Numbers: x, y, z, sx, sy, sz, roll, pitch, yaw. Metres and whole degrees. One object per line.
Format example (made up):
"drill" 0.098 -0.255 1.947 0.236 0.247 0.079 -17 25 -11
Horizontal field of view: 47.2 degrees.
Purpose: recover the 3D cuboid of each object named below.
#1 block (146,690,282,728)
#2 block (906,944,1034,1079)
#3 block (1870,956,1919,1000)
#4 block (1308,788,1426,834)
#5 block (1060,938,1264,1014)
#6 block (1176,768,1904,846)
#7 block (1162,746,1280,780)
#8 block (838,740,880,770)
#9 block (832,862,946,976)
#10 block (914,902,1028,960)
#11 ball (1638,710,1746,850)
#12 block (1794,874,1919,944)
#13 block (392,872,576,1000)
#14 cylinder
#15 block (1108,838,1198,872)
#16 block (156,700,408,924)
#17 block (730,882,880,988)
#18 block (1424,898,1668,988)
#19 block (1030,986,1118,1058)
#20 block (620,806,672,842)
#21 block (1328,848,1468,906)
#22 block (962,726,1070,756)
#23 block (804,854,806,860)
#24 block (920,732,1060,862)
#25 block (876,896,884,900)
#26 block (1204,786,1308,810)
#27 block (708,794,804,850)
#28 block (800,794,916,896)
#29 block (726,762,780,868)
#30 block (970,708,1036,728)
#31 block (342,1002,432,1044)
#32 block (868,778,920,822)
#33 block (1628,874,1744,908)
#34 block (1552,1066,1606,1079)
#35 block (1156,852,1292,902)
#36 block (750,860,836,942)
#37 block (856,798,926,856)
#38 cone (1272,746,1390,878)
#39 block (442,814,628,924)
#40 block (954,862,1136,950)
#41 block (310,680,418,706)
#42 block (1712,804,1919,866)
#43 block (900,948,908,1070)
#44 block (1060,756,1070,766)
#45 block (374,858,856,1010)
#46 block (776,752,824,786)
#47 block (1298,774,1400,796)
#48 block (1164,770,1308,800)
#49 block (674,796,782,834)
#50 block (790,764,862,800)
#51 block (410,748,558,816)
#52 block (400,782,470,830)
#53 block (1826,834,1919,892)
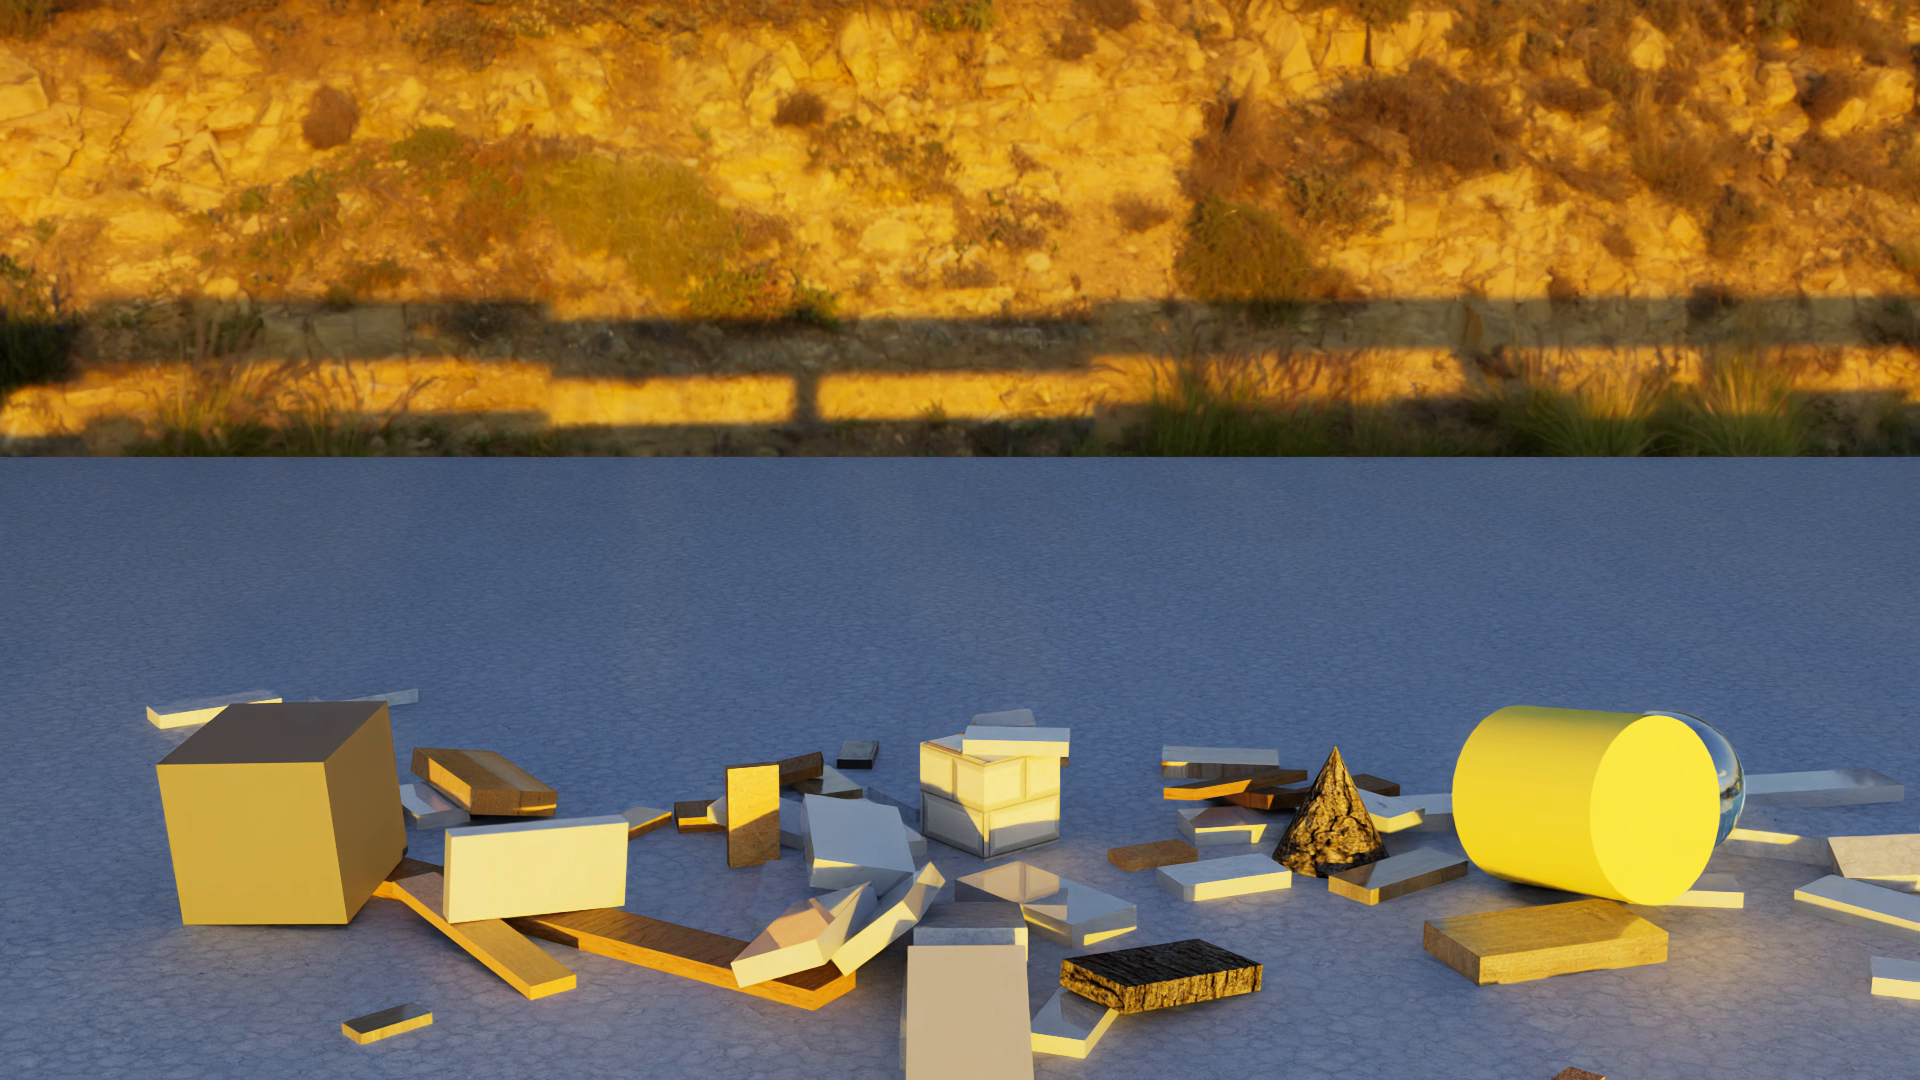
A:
"block" -1.624 0.367 4.792 0.260 0.028 0.100 -7 13 -34
"block" 0.011 0.659 2.945 0.164 0.047 0.328 0 25 -1
"block" 1.501 0.658 3.232 0.301 0.026 0.090 4 11 20
"block" 0.728 0.485 3.980 0.101 0.029 0.203 -9 14 -39
"block" 0.296 0.637 3.220 0.275 0.039 0.138 0 8 -39
"block" 1.094 0.494 4.097 1.399 0.032 0.114 -2 11 -11
"block" 0.517 0.444 4.369 0.229 0.032 0.114 1 11 7
"block" -0.206 0.434 4.452 0.070 0.020 0.140 1 11 4
"block" -0.107 0.572 3.339 0.138 0.039 0.275 -38 -2 8
"block" 0.013 0.591 3.332 0.164 0.047 0.329 0 -3 -1
"ball" 1.223 0.427 3.818 0.266 0.266 0.266 0 11 0
"block" 1.484 0.596 3.543 0.118 0.033 0.236 -9 14 -40
"block" -0.745 0.609 3.413 0.075 0.021 0.464 -8 18 -38
"cylinder" 1.022 0.428 3.601 0.299 0.299 0.299 -6 3 -31
"block" 0.336 0.549 3.833 0.140 0.020 0.070 -5 12 -24
"block" -1.102 0.443 3.602 0.275 0.275 0.275 -2 16 7
"block" -0.228 0.587 3.286 0.138 0.039 0.275 -18 4 16
"block" 0.902 0.618 3.391 0.328 0.046 0.164 -3 11 -18
"block" 0.160 0.680 3.113 0.090 0.026 0.181 4 11 20
"block" -0.601 0.518 3.998 0.075 0.021 0.149 6 12 29
"block" 0.742 0.567 3.720 0.245 0.026 0.092 -8 13 -37
"block" 0.101 0.356 3.892 0.184 0.026 0.092 1 11 5
"block" -0.211 0.554 3.820 0.111 0.016 0.055 5 12 27
"block" 0.053 0.451 3.934 0.177 0.177 0.177 -9 14 -39
"block" -0.135 0.591 3.516 0.111 0.055 0.016 -12 -21 -47
"block" 0.550 0.475 4.078 0.091 0.026 0.234 -2 -1 -23
"block" -0.343 0.500 3.967 0.202 0.029 0.101 13 24 25
"block" -0.173 0.504 3.638 0.164 0.046 0.328 9 10 -9
"block" -0.359 0.475 3.805 0.088 0.176 0.025 -3 11 -17
"block" 0.053 0.403 4.142 0.114 0.229 0.032 -5 52 -24
"block" -0.812 0.685 3.117 0.111 0.016 0.055 -10 14 -42
"block" -0.092 0.490 4.141 0.088 0.025 0.176 -7 12 -32
"block" 1.197 0.579 3.655 0.183 0.026 0.091 1 11 7
"block" 0.806 0.725 2.905 0.050 0.014 0.101 9 14 40
"block" 0.444 0.568 3.707 0.203 0.029 0.101 -4 11 -21
"block" -0.257 0.586 3.581 0.141 0.040 0.282 0 11 0
"block" -0.163 0.521 3.962 0.101 0.029 0.272 -5 12 -25
"cone" 0.649 0.456 3.823 0.207 0.207 0.207 0 11 0
"block" -0.668 0.517 3.470 0.282 0.141 0.040 -2 14 -26
"block" 0.136 0.589 3.564 0.141 0.040 0.282 -9 14 -40
"block" -1.323 0.350 4.882 0.209 0.030 0.104 -8 13 -37
"block" 1.640 0.535 3.836 0.653 0.046 0.163 5 11 23
"block" 0.001 0.665 3.138 0.164 0.047 0.328 0 11 0
"block" 0.180 0.438 4.447 0.050 0.014 0.101 -3 11 -16
"block" -0.755 0.591 3.581 1.358 0.030 0.104 7 12 32
"block" -0.340 0.449 4.254 0.149 0.021 0.075 -14 16 2
"block" 0.737 0.482 4.178 0.185 0.026 0.092 -7 13 -35
"block" 0.516 0.453 4.084 0.070 0.020 0.382 -3 -2 40
"block" -0.421 0.505 4.049 0.202 0.029 0.101 -2 11 -12
"block" -0.262 0.473 4.233 0.088 0.025 0.176 -5 12 -24
"block" -0.905 0.457 4.170 0.164 0.046 0.330 7 5 -34
"block" -0.999 0.494 4.106 0.100 0.028 0.200 -7 12 -32
"block" 1.593 0.542 3.693 0.236 0.033 0.118 -4 26 8
